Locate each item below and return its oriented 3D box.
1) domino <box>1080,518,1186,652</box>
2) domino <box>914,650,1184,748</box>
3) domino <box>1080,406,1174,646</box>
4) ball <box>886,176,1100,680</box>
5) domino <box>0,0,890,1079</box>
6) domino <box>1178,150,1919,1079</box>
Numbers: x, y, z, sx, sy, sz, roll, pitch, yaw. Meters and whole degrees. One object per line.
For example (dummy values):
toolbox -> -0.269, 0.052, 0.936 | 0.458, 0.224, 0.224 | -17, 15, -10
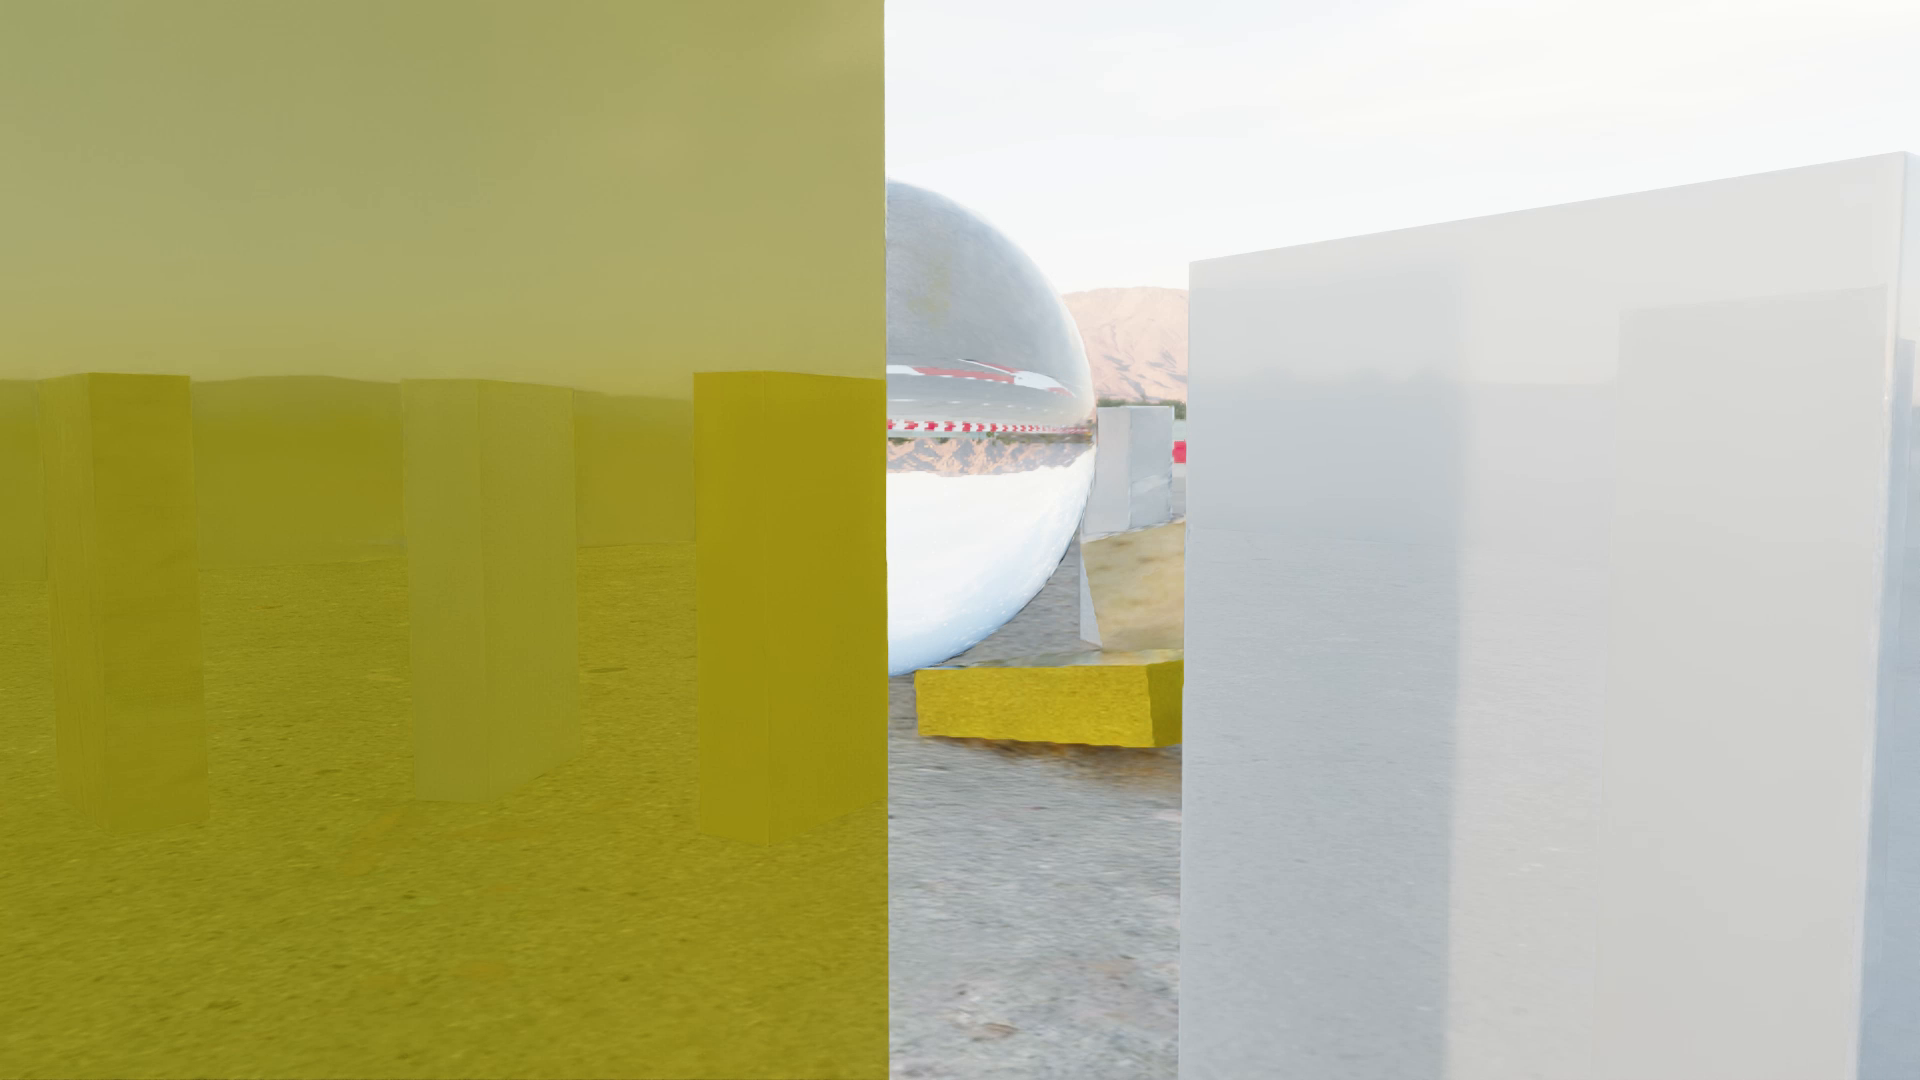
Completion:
domino -> 0.049, 0.007, 0.233 | 0.050, 0.025, 0.009 | -12, 3, 12
domino -> 0.018, 0.021, 0.174 | 0.025, 0.009, 0.050 | -3, -4, -34
domino -> 0.034, -0.003, 0.269 | 0.010, 0.050, 0.025 | -1, 4, -17
ball -> -0.018, -0.017, 0.205 | 0.080, 0.080, 0.080 | 0, 4, 0
domino -> -0.013, 0.016, 0.022 | 0.009, 0.050, 0.025 | -4, 6, -41
domino -> 0.021, 0.014, 0.048 | 0.009, 0.050, 0.025 | -3, 5, -36
